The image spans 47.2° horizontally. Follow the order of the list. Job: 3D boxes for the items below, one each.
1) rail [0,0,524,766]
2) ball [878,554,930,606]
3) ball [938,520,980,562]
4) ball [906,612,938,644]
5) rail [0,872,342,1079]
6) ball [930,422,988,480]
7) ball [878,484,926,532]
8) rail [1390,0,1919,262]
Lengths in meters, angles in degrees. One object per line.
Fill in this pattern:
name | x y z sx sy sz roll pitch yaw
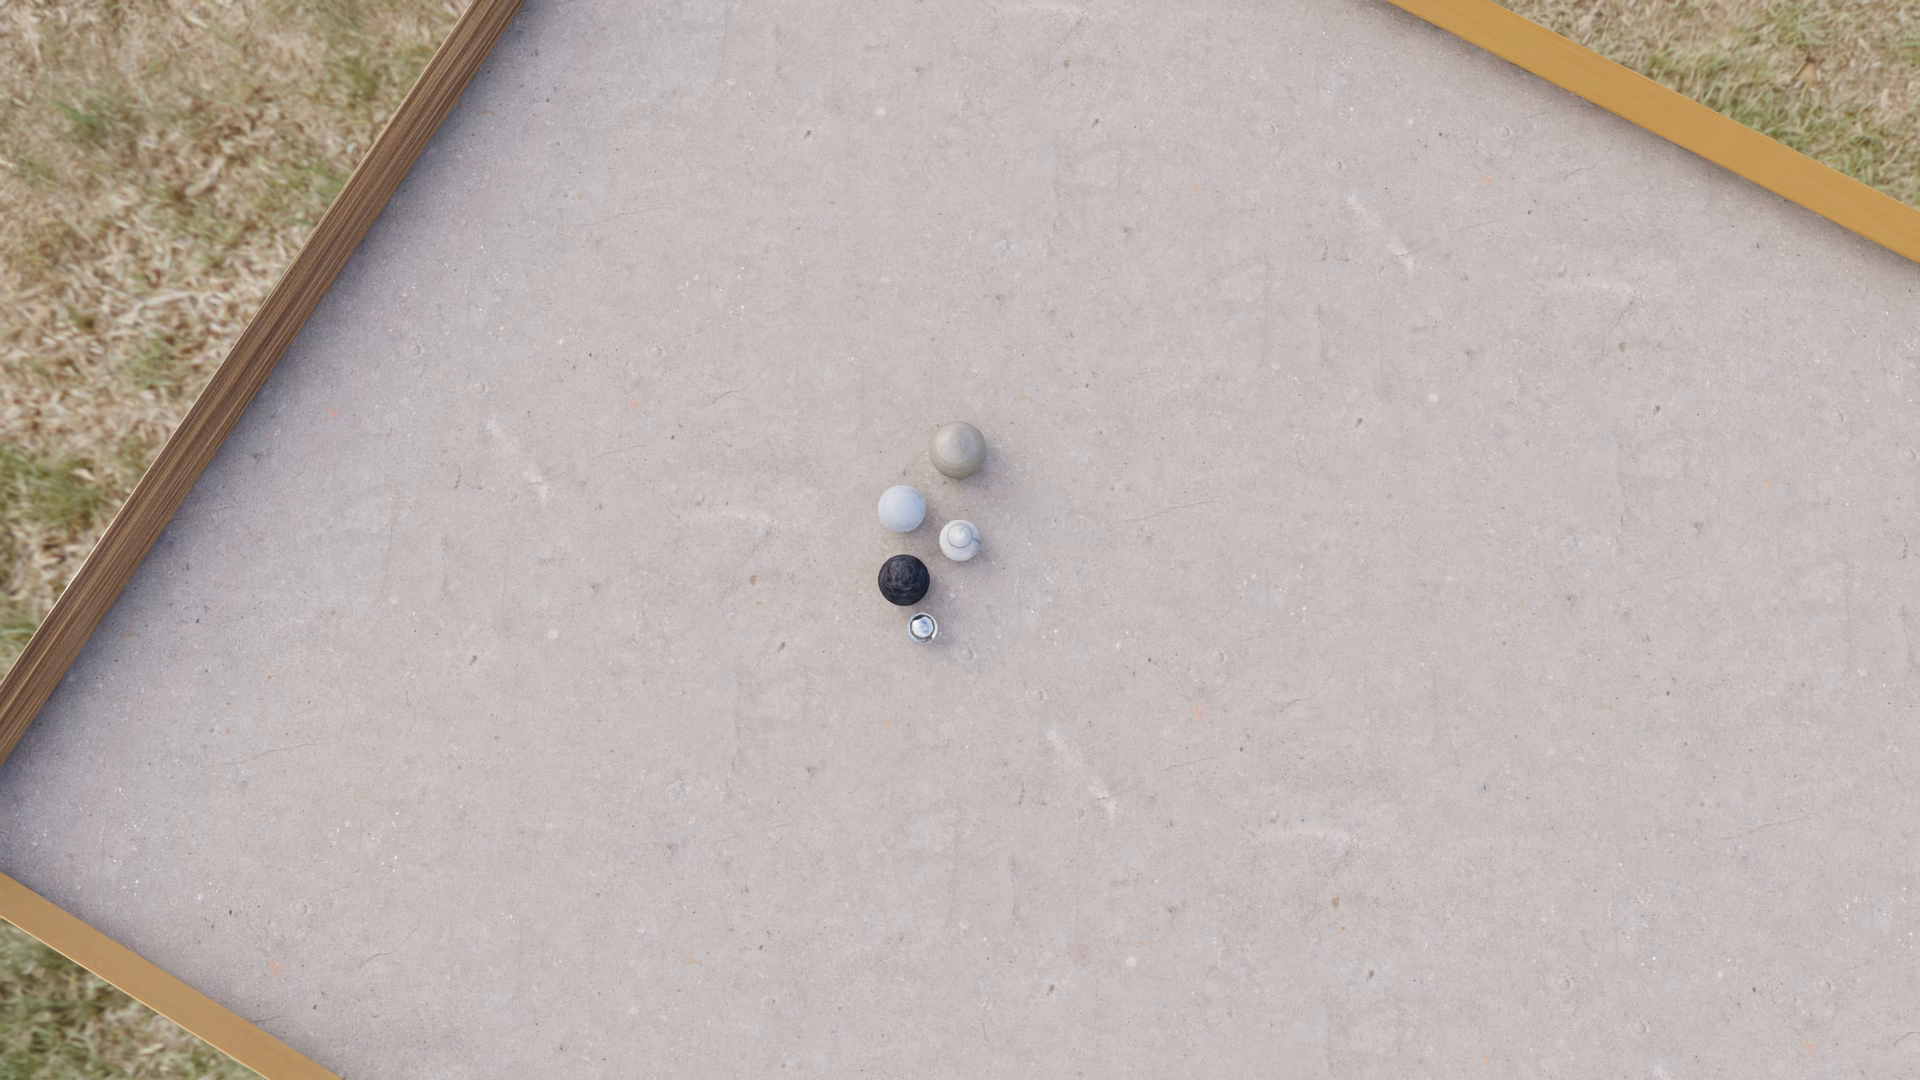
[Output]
rail | -0.940 -0.518 3.468 0.045 0.116 2.344 29 77 7
ball | -0.085 0.061 3.331 0.079 0.079 0.079 0 75 0
ball | 0.000 0.001 3.355 0.064 0.064 0.064 0 75 0
ball | -0.057 0.133 3.328 0.046 0.046 0.046 0 75 0
rail | 0.397 1.482 2.923 4.413 0.116 0.045 29 77 7
ball | -0.003 -0.138 3.379 0.089 0.089 0.089 0 75 0
ball | -0.089 -0.048 3.363 0.074 0.074 0.074 0 75 0
rail | 1.525 -0.448 3.449 4.413 0.116 0.045 29 77 7
